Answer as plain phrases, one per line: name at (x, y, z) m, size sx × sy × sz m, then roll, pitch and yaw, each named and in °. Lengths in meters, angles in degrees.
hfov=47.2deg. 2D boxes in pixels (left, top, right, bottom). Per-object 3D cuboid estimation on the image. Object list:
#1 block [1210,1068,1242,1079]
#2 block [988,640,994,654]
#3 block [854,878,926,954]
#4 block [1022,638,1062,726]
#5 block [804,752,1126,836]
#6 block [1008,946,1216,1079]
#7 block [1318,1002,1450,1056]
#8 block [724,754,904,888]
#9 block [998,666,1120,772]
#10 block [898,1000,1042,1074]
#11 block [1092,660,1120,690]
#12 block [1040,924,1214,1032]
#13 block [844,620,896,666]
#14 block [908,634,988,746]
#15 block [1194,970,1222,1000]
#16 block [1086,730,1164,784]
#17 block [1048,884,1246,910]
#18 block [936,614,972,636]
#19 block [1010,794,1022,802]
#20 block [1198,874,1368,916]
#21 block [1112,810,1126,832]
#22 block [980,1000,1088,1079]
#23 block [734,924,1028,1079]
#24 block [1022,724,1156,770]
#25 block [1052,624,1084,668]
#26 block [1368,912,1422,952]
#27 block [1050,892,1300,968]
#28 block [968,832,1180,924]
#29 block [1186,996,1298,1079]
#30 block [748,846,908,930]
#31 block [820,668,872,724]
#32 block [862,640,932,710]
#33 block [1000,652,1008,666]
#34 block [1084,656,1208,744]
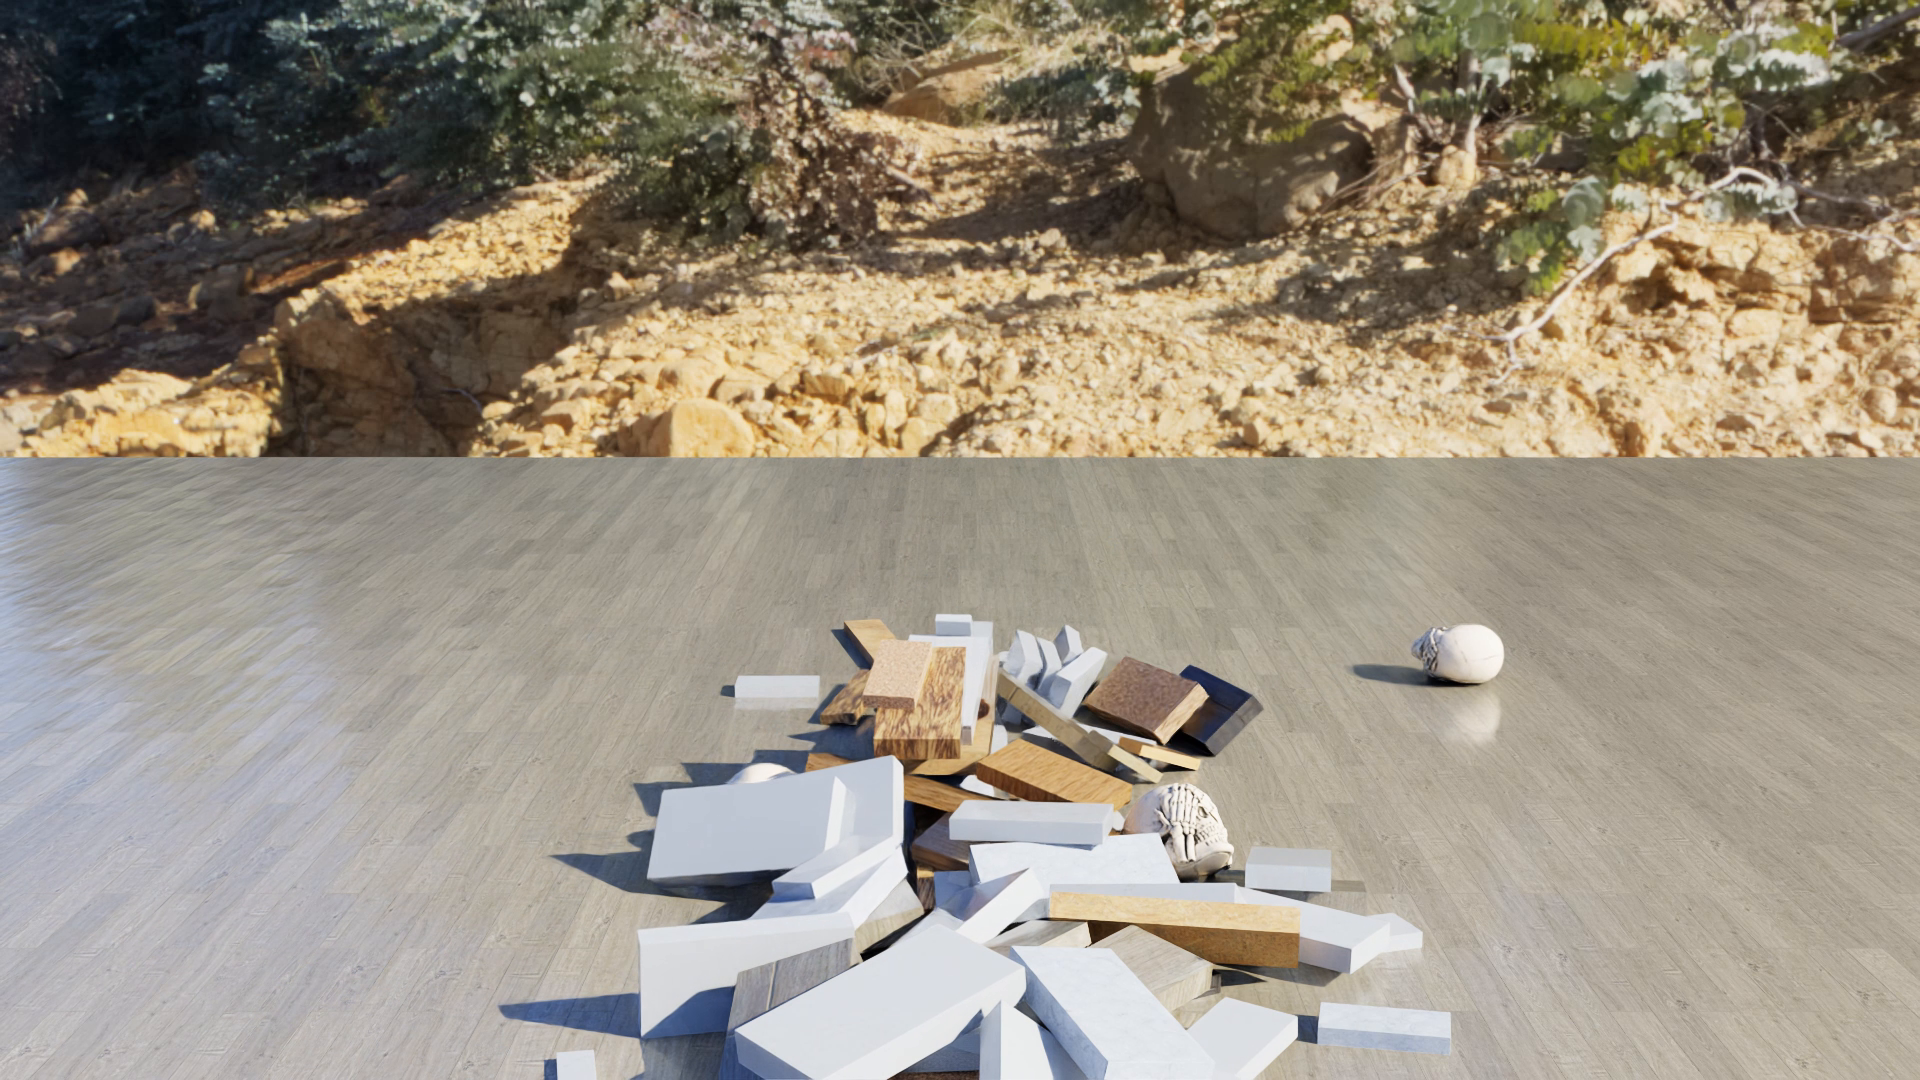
block at (0.304, 0.688, 2.726) m, size 0.050 × 0.014 × 0.101 m, roll 13°, pitch 22°, yaw 30°
block at (0.002, 0.331, 4.839) m, size 0.101 × 0.029 × 0.869 m, roll 1°, pitch 11°, yaw 4°
block at (-0.154, 0.577, 3.460) m, size 0.155 × 0.044 × 0.310 m, roll -16°, pitch 9°, yaw -9°
block at (0.173, 0.309, 4.806) m, size 0.038 × 0.133 × 0.265 m, roll 23°, pitch 9°, yaw -6°
block at (0.009, 0.447, 3.749) m, size 0.544 × 0.034 × 0.119 m, roll 13°, pitch -2°, yaw 14°
block at (0.186, 0.610, 2.813) m, size 0.150 × 0.043 × 0.301 m, roll 6°, pitch 15°, yaw -25°
block at (0.595, 0.685, 3.086) m, size 0.181 × 0.026 × 0.090 m, roll 2°, pitch 11°, yaw 12°
block at (-0.252, 0.471, 3.678) m, size 0.323 × 0.162 × 0.046 m, roll -13°, pitch -36°, yaw 17°
block at (0.148, 0.332, 4.388) m, size 0.387 × 0.035 × 0.125 m, roll 36°, pitch 3°, yaw 26°
block at (-0.073, 0.654, 2.932) m, size 0.338 × 0.048 × 0.169 m, roll -10°, pitch 8°, yaw 29°
block at (0.386, 0.336, 4.929) m, size 0.142 × 0.040 × 0.357 m, roll -5°, pitch 12°, yaw -25°
block at (0.205, 0.624, 3.046) m, size 0.145 × 0.041 × 0.290 m, roll 21°, pitch 24°, yaw 38°
block at (-0.131, 0.314, 5.085) m, size 0.093 × 0.026 × 1.084 m, roll -2°, pitch 11°, yaw -12°
block at (-0.036, 0.271, 4.015) m, size 0.148 × 0.042 × 0.296 m, roll 2°, pitch 30°, yaw 6°
block at (0.189, 0.664, 3.190) m, size 0.392 × 0.030 × 0.107 m, roll -6°, pitch 12°, yaw -30°
block at (0.320, 0.420, 4.273) m, size 0.152 × 0.022 × 0.076 m, roll 33°, pitch 0°, yaw -36°
block at (0.287, 0.559, 3.309) m, size 0.281 × 0.040 × 0.140 m, roll -3°, pitch -29°, yaw 17°
block at (-0.009, 0.195, 4.158) m, size 0.066 × 0.132 × 0.019 m, roll 2°, pitch 42°, yaw 6°
block at (0.102, 0.488, 4.036) m, size 0.019 × 0.066 × 0.132 m, roll 1°, pitch 11°, yaw 3°
block at (0.521, 0.576, 3.570) m, size 0.267 × 0.038 × 0.134 m, roll 1°, pitch -1°, yaw 7°
block at (0.215, 0.480, 3.856) m, size 0.119 × 0.034 × 0.238 m, roll 9°, pitch -13°, yaw 14°
block at (0.096, 0.690, 2.648) m, size 0.150 × 0.043 × 0.301 m, roll 36°, pitch 17°, yaw -11°
block at (-0.097, 0.601, 2.788) m, size 0.338 × 0.048 × 0.169 m, roll -21°, pitch 26°, yaw -37°
block at (0.263, 0.418, 4.496) m, size 0.250 × 0.035 × 0.125 m, roll 9°, pitch 14°, yaw 41°
block at (0.223, 0.283, 4.958) m, size 0.038 × 0.133 × 0.265 m, roll 31°, pitch 9°, yaw -5°
block at (0.620, 0.620, 3.438) m, size 0.181 × 0.026 × 0.090 m, roll -4°, pitch 11°, yaw -19°
block at (0.318, 0.575, 3.243) m, size 0.361 × 0.040 × 0.140 m, roll 2°, pitch -31°, yaw 9°
block at (0.181, 0.536, 3.485) m, size 0.310 × 0.044 × 0.155 m, roll -3°, pitch 27°, yaw -9°
block at (0.306, 0.684, 2.821) m, size 0.108 × 0.031 × 0.348 m, roll 9°, pitch 19°, yaw 34°
block at (-0.220, 0.564, 3.351) m, size 0.162 × 0.046 × 0.362 m, roll -12°, pitch 9°, yaw 21°
block at (-0.227, 0.343, 4.863) m, size 0.076 × 0.022 × 0.337 m, roll -5°, pitch 12°, yaw 13°
block at (-0.110, 0.239, 3.921) m, size 0.092 × 0.026 × 0.184 m, roll 3°, pitch 30°, yaw 9°
block at (0.179, 0.292, 5.200) m, size 0.186 × 0.026 × 0.093 m, roll 2°, pitch 11°, yaw 13°
block at (0.393, 0.339, 4.683) m, size 0.142 × 0.040 × 0.284 m, roll -45°, pitch 26°, yaw -14°
